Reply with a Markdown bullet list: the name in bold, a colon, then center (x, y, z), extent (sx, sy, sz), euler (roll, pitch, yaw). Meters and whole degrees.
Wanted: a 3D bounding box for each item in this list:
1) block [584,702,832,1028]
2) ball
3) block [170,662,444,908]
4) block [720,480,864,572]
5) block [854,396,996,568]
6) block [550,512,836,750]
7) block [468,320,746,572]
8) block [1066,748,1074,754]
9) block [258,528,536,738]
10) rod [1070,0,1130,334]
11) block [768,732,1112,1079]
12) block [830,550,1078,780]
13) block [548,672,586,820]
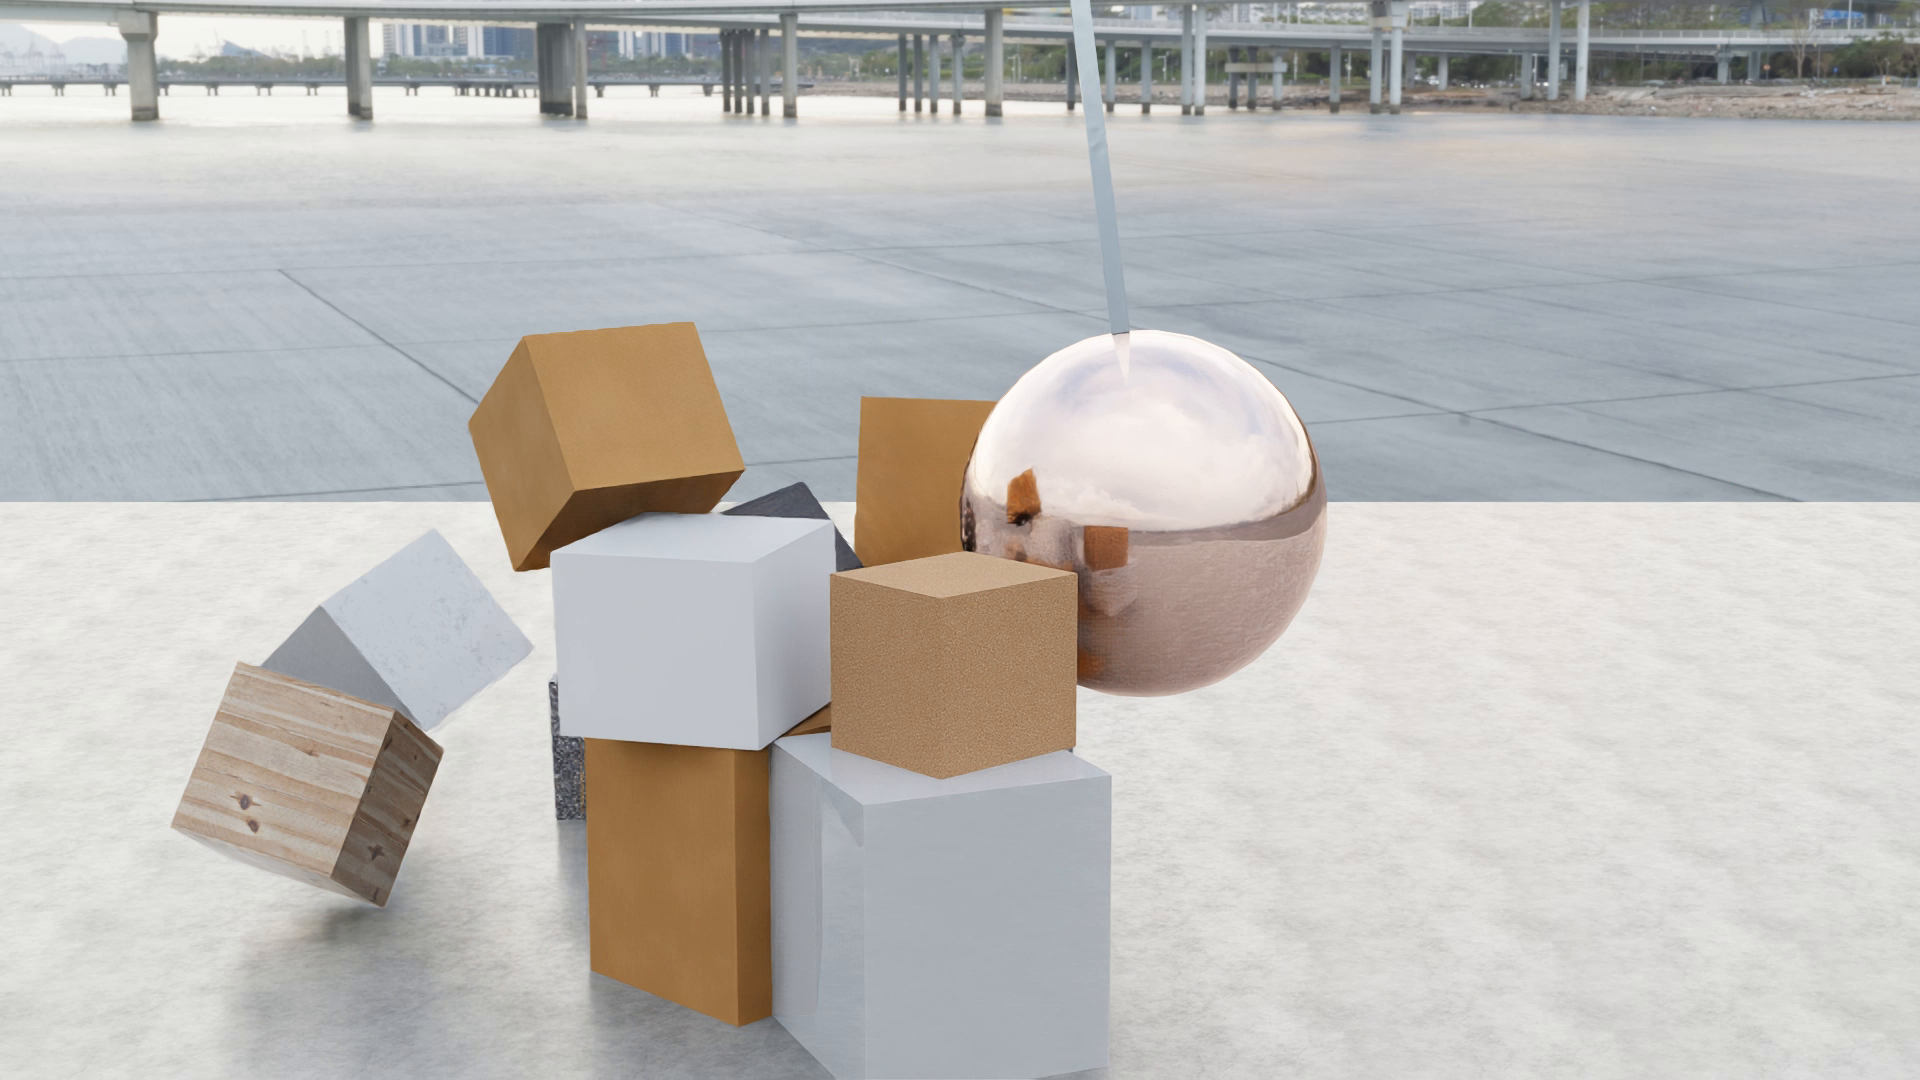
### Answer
- **block**: center (-0.817, 1.174, 10.110), extent (0.890, 1.074, 0.942), euler (10, 14, 43)
- **ball**: center (0.794, -0.113, 11.160), extent (1.600, 1.600, 1.600), euler (0, 10, 0)
- **block**: center (-2.709, 1.033, 10.732), extent (0.711, 0.722, 0.740), euler (16, -16, 10)
- **block**: center (-0.922, 0.168, 12.234), extent (0.582, 0.536, 0.565), euler (-23, -20, -38)
- **block**: center (0.003, -0.203, 12.969), extent (0.783, 0.966, 0.891), euler (3, 1, 19)
- **block**: center (-0.991, 0.327, 9.767), extent (0.807, 0.700, 0.801), euler (3, 12, 19)
- **block**: center (-1.438, -0.377, 10.362), extent (0.747, 0.683, 0.728), euler (-8, -22, -33)
- **block**: center (-0.005, 0.856, 12.221), extent (1.050, 0.942, 1.070), euler (0, 10, 0)
- **block**: center (-2.737, 0.585, 12.431), extent (0.754, 0.769, 0.820), euler (-38, 3, 41)
- **rod**: center (0.344, -3.429, 10.557), extent (0.080, 5.200, 0.080), euler (-7, 10, 1)
- **block**: center (-0.087, 1.310, 9.345), extent (0.938, 1.078, 0.957), euler (-4, 11, -23)
- **block**: center (-0.023, 0.439, 9.323), extent (0.666, 0.646, 0.600), euler (-9, 14, -42)
- **block**: center (-1.560, 0.922, 12.390), extent (0.687, 0.697, 0.600), euler (1, 16, 5)
